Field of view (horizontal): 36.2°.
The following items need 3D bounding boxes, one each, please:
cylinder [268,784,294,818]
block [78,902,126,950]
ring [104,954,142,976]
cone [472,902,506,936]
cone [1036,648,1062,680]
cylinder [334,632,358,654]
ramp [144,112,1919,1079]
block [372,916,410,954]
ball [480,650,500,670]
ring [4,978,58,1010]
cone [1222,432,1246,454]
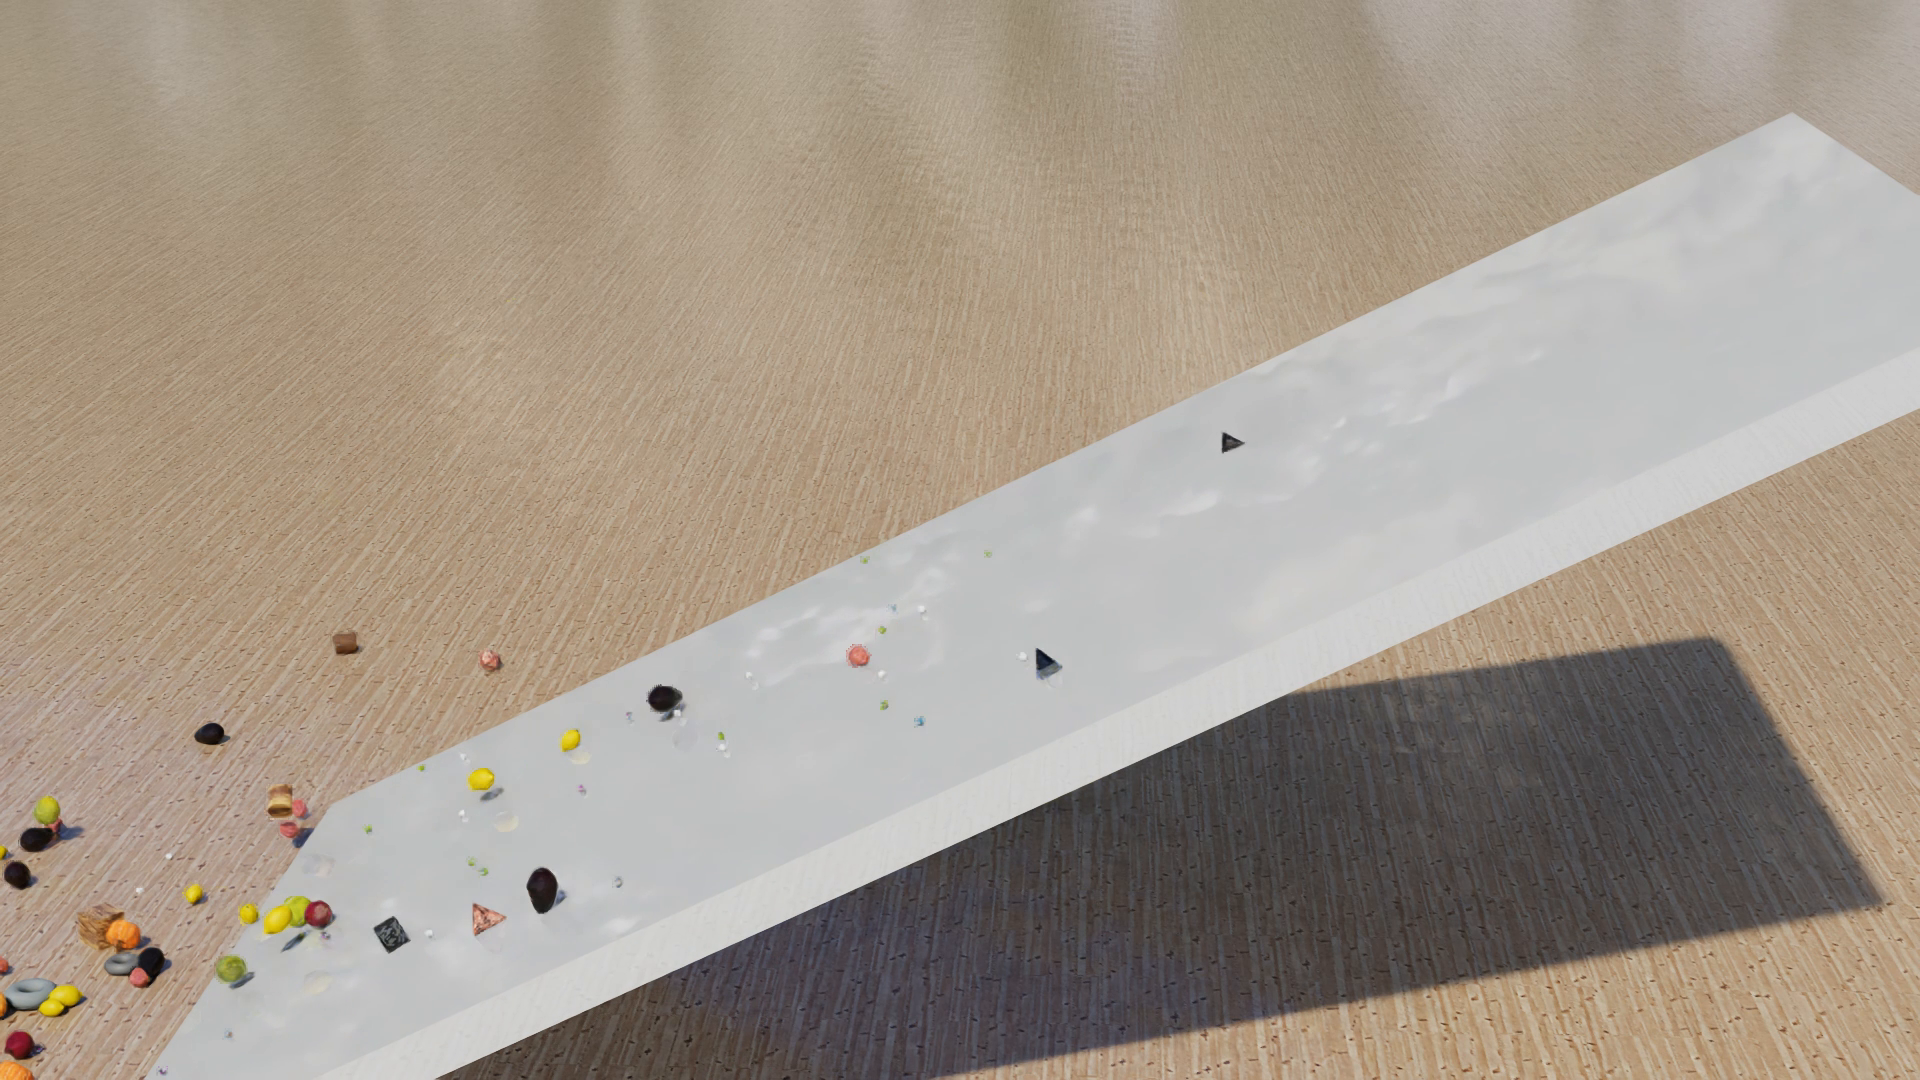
[{"bbox_3d":[-1.715,0.658,7.422,0.063,0.063,0.063,-2,50,-8],"label":"cylinder"},{"bbox_3d":[-2.030,0.915,6.959,0.076,0.076,0.076,13,21,37],"label":"block"},{"bbox_3d":[-1.939,0.983,6.815,0.086,0.029,0.086,-1,16,0],"label":"ring"},{"bbox_3d":[-0.942,0.760,5.908,0.068,0.068,0.068,-2,17,-6],"label":"cone"},{"bbox_3d":[0.160,0.231,5.673,0.057,0.057,0.057,-26,14,7],"label":"cone"},{"bbox_3d":[-1.878,0.317,8.986,0.062,0.062,0.062,-6,18,-22],"label":"cylinder"},{"bbox_3d":[0.139,0.168,6.281,4.000,0.100,2.000,-25,14,10],"label":"ramp"},{"bbox_3d":[-1.181,0.820,6.104,0.051,0.051,0.051,-31,14,-15],"label":"block"},{"bbox_3d":[-1.413,0.361,8.839,0.061,0.061,0.061,0,17,0],"label":"ball"},{"bbox_3d":[-2.100,1.027,6.650,0.118,0.039,0.118,0,15,0],"label":"ring"},{"bbox_3d":[0.608,-0.214,6.521,0.050,0.050,0.050,-2,16,14],"label":"cone"}]
